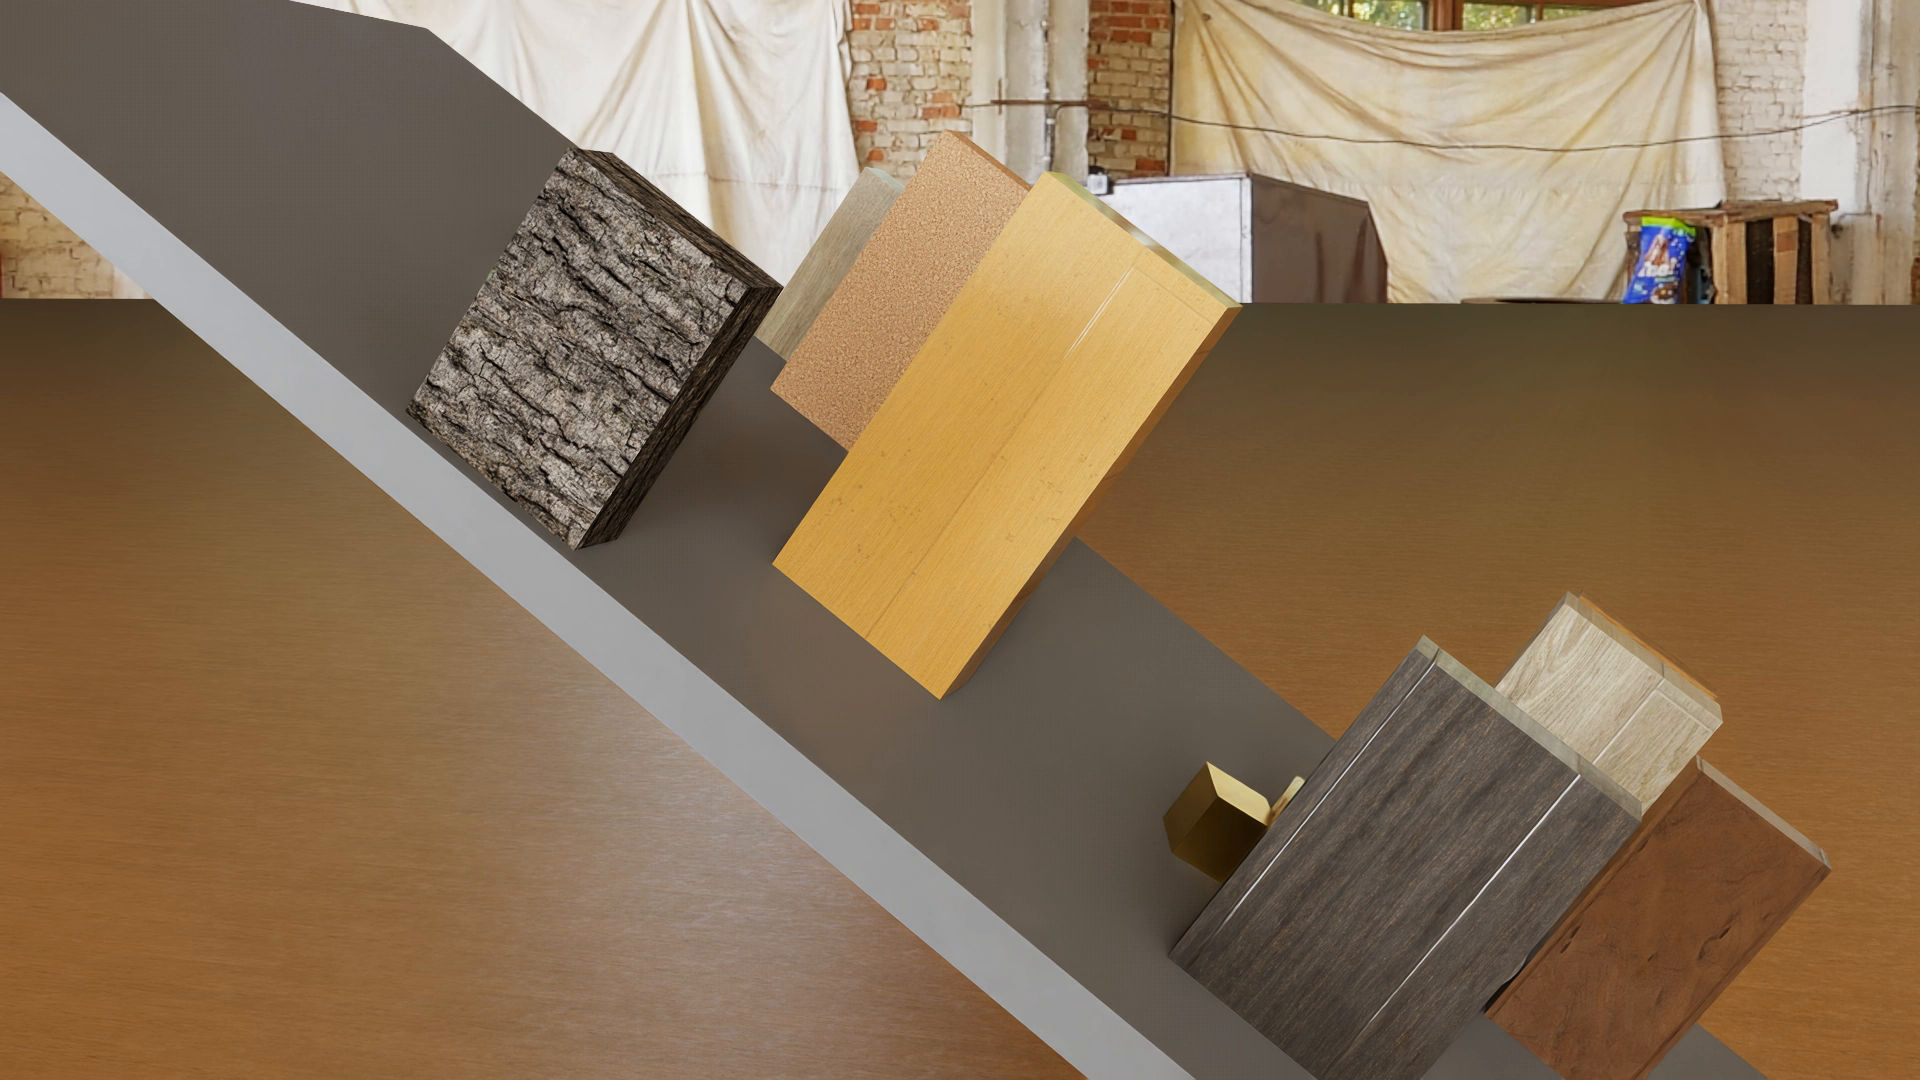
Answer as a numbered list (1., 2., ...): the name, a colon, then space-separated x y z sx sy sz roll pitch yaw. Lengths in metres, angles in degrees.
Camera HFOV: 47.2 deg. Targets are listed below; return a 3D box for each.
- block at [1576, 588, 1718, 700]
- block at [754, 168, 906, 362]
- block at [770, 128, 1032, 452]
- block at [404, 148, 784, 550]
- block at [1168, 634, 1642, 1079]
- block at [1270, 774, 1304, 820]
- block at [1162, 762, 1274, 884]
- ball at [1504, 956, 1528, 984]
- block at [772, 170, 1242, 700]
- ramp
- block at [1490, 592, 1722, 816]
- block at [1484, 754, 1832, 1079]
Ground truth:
1. block: 1.249 0.446 4.612 0.336 0.608 0.110 38 16 10
2. block: -0.176 -0.519 4.750 0.346 0.442 0.108 38 16 10
3. block: -0.094 -0.487 4.453 0.263 0.641 0.099 38 16 10
4. block: -0.539 -0.280 3.233 0.337 0.471 0.141 38 16 10
5. block: 0.644 0.498 3.214 0.389 0.596 0.126 38 16 10
6. block: 0.585 0.534 3.796 0.161 0.161 0.161 38 16 10
7. block: 0.438 0.481 3.704 0.128 0.128 0.128 32 16 -13
8. ball: 0.923 0.710 3.937 0.190 0.190 0.190 0 7 0
9. block: 0.070 -0.167 3.586 0.362 0.791 0.141 38 16 10
10. ramp: -0.070 0.135 4.072 4.000 0.100 2.000 38 16 10
11. block: 0.932 0.463 3.725 0.310 0.700 0.149 38 16 10
12. block: 1.222 0.695 3.875 0.275 0.583 0.121 38 16 10
